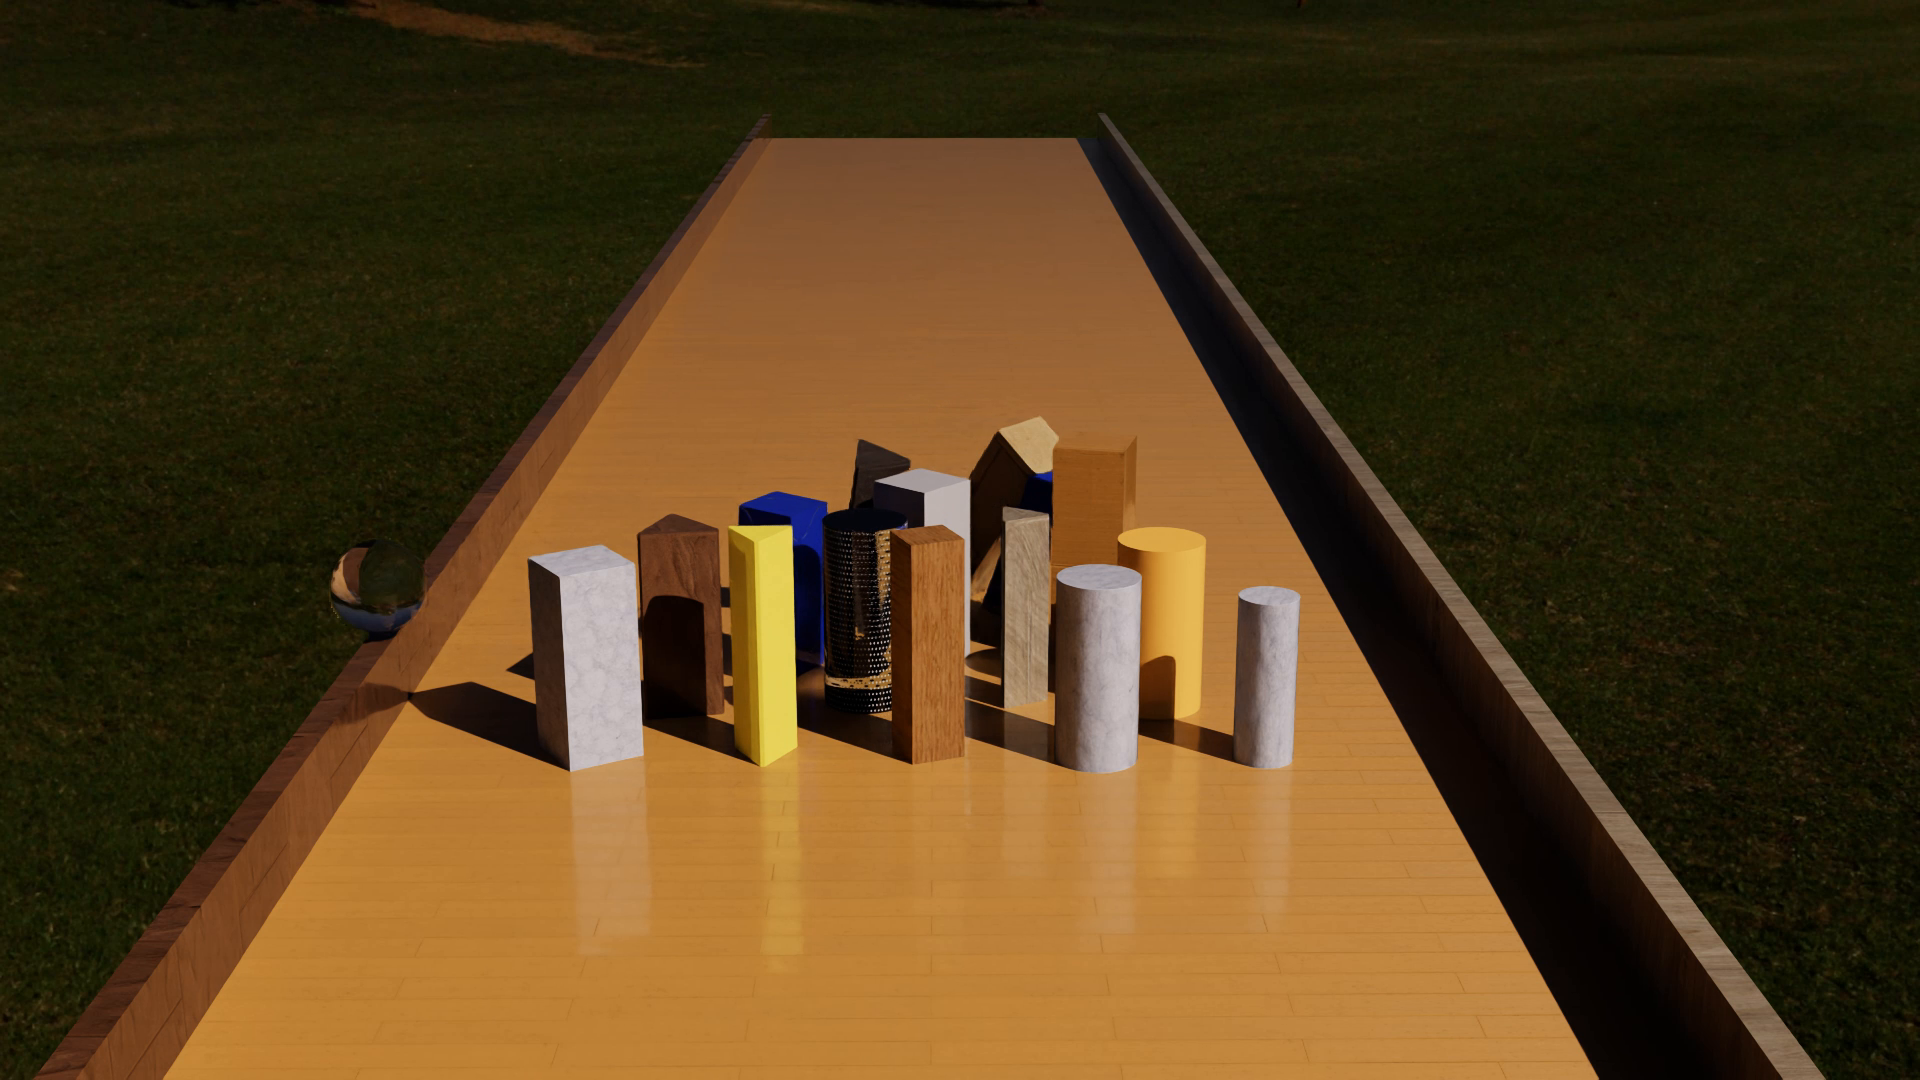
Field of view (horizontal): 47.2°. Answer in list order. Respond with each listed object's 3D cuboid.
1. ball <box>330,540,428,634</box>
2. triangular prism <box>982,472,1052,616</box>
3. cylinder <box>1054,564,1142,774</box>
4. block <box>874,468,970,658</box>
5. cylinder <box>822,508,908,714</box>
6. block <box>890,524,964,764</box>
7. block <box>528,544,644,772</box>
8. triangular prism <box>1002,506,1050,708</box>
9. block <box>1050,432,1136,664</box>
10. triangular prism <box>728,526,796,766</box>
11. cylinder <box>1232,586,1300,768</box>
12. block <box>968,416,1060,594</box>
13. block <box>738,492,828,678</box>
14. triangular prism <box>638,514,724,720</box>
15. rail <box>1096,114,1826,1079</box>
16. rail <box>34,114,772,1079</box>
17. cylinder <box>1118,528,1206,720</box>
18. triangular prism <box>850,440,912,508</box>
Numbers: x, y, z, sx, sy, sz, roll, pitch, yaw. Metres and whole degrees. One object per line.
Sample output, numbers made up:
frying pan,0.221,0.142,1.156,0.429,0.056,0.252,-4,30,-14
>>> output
ball,-1.075,0.086,4.069,0.175,0.175,0.175,0,17,0
triangular prism,0.148,0.009,4.599,0.099,0.319,0.086,22,25,4
cylinder,0.242,0.226,3.876,0.149,0.338,0.149,0,17,0
block,-0.075,0.059,4.379,0.135,0.369,0.135,14,22,39
cylinder,-0.178,0.133,4.154,0.160,0.356,0.160,0,17,0
block,-0.057,0.185,3.894,0.100,0.405,0.100,-7,18,-22
block,-0.664,0.207,3.902,0.141,0.358,0.141,-11,20,-32
triangular prism,0.103,0.124,4.163,0.100,0.368,0.087,-9,19,-28
block,0.266,0.019,4.387,0.141,0.443,0.141,4,17,14
triangular prism,-0.336,0.181,3.891,0.096,0.415,0.111,-10,19,-30
cylinder,0.540,0.242,3.880,0.107,0.303,0.107,0,17,0
block,0.082,-0.066,4.722,0.133,0.409,0.133,-20,62,-43
block,-0.350,0.090,4.325,0.123,0.337,0.123,12,20,29
triangular prism,-0.528,0.140,4.125,0.146,0.359,0.126,-4,17,-12
rail,0.932,-0.844,7.801,0.050,0.150,12.000,0,17,-1
rail,-1.118,-0.838,7.780,0.050,0.150,12.000,0,17,-1
cylinder,0.375,0.155,4.132,0.164,0.326,0.164,0,17,0
triangular prism,-0.206,-0.011,4.547,0.124,0.393,0.107,-9,35,-29
